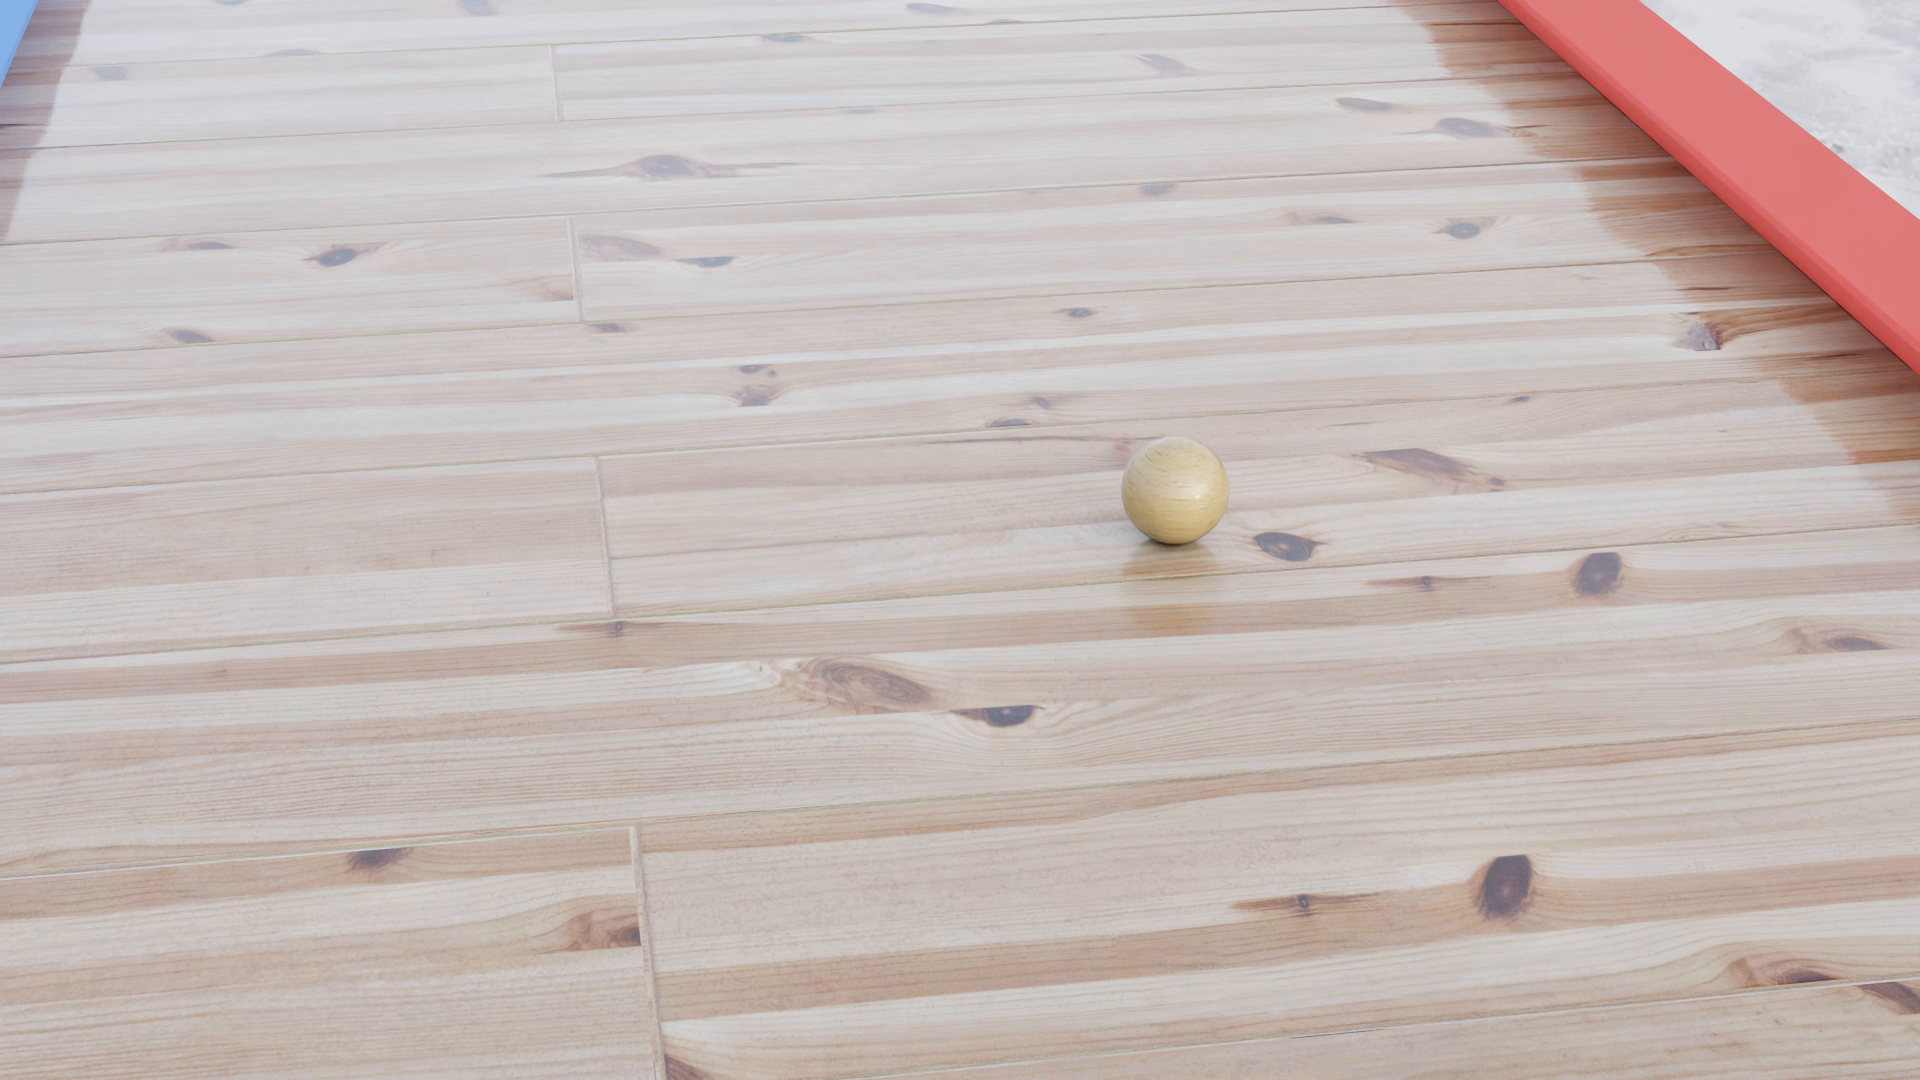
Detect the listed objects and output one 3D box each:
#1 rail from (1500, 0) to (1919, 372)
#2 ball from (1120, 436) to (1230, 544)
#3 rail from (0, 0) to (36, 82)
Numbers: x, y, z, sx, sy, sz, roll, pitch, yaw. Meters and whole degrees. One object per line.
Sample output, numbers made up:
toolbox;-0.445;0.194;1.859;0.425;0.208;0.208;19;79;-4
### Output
rail;0.627;-0.401;2.655;0.045;0.110;2.995;-4;27;-8
ball;0.144;-0.033;1.965;0.073;0.073;0.073;0;27;0
rail;-0.858;-0.297;2.448;0.045;0.110;2.995;-4;27;-8
